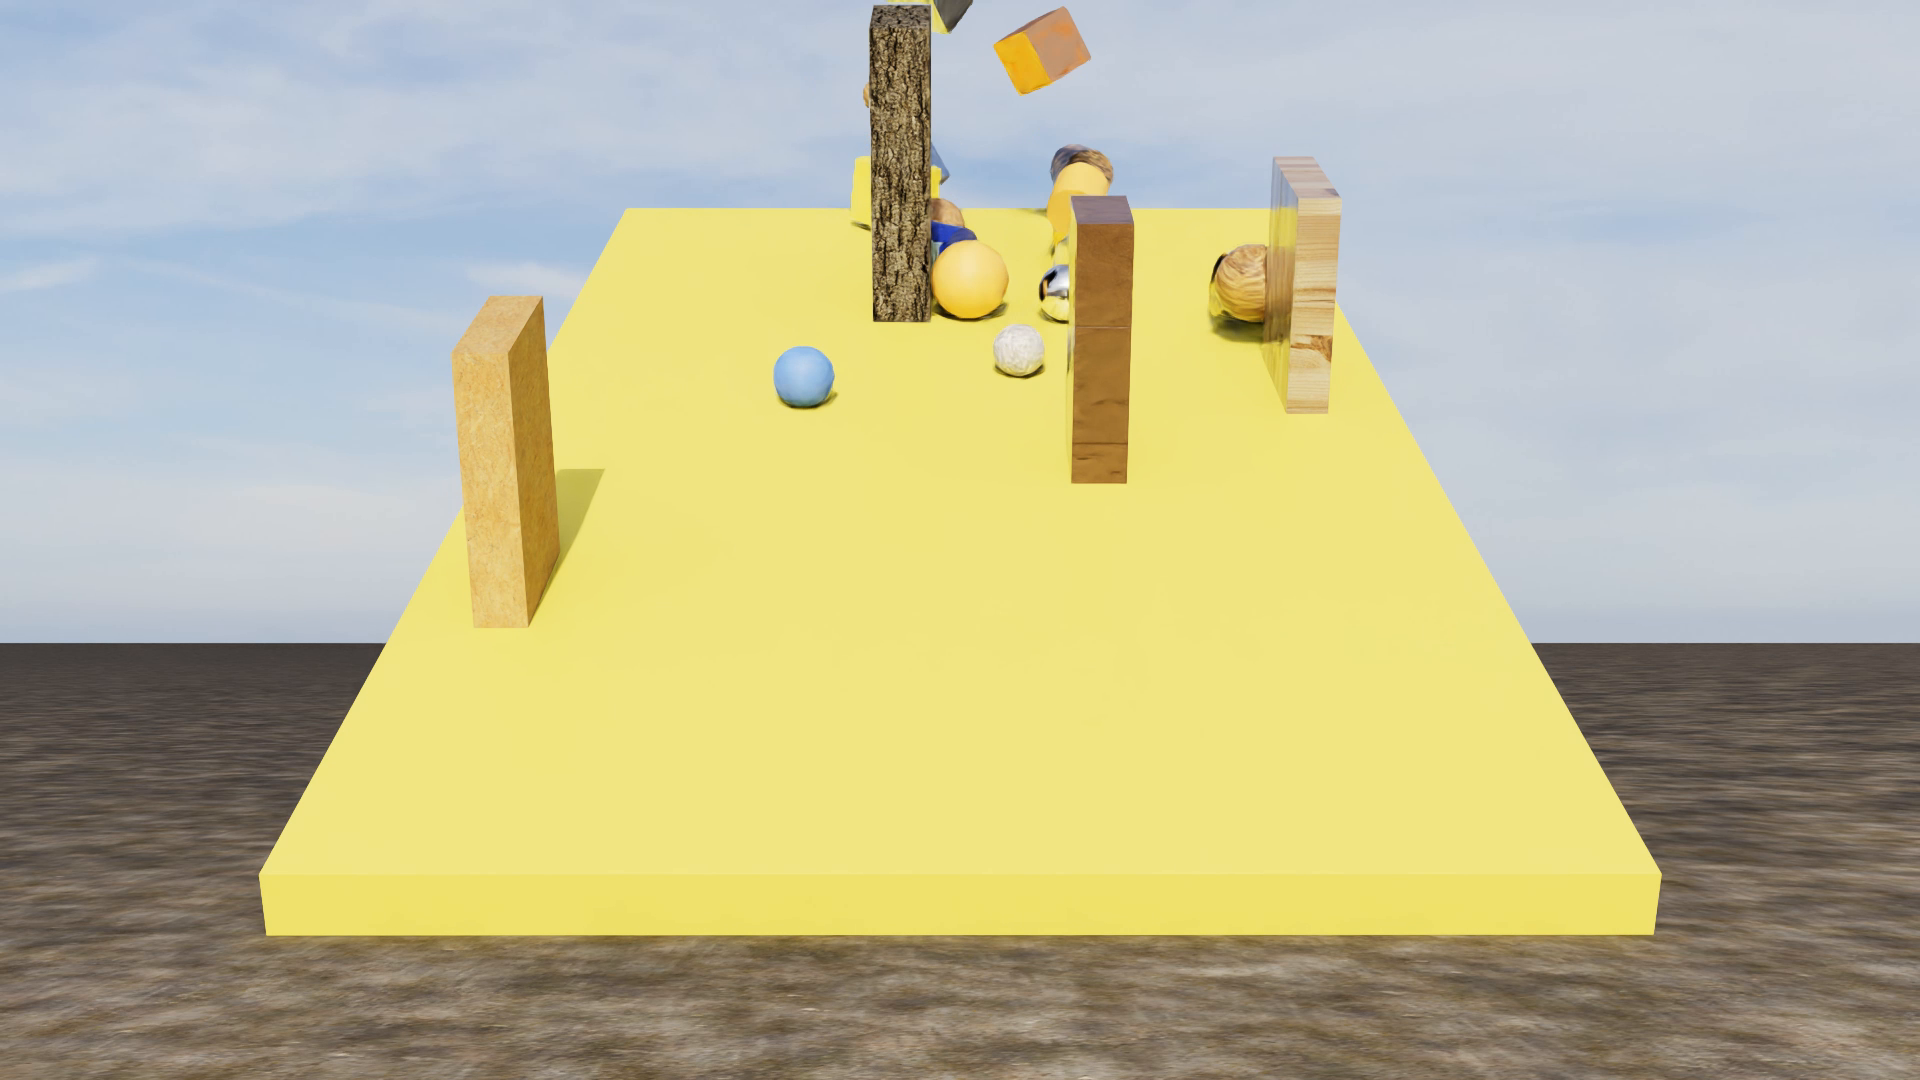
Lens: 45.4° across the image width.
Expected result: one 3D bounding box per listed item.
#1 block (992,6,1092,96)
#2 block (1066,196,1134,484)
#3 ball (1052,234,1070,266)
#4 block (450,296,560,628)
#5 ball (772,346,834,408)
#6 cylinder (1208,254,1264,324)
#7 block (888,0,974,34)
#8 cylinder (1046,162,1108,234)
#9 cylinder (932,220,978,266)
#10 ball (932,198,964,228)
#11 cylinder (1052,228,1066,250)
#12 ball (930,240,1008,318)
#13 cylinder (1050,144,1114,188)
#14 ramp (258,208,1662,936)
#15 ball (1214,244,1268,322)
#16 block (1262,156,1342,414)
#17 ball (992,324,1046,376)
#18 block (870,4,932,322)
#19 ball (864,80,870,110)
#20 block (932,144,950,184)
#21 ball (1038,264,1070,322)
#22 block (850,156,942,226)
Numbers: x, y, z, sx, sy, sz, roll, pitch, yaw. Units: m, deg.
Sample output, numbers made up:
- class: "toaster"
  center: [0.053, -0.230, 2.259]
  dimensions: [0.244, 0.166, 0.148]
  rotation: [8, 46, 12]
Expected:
- class: "block"
  center: [0.228, -1.357, 6.368]
  dimensions: [0.162, 0.162, 0.162]
  rotation: [-37, 16, -28]
- class: "block"
  center: [0.288, -0.417, 4.767]
  dimensions: [0.116, 0.550, 0.244]
  rotation: [0, 22, 0]
- class: "ball"
  center: [0.337, -0.724, 6.016]
  dimensions: [0.190, 0.190, 0.190]
  rotation: [0, -2, 0]
- class: "block"
  center: [-0.814, -0.146, 4.139]
  dimensions: [0.097, 0.508, 0.359]
  rotation: [0, 22, 0]
- class: "ball"
  center: [-0.355, -0.371, 5.199]
  dimensions: [0.140, 0.140, 0.140]
  rotation: [0, -2, 0]
- class: "cylinder"
  center: [0.732, -0.634, 5.797]
  dimensions: [0.160, 0.160, 0.160]
  rotation: [7, -4, -13]
- class: "block"
  center: [-0.081, -1.493, 6.169]
  dimensions: [0.171, 0.171, 0.171]
  rotation: [19, -24, 34]
- class: "cylinder"
  center: [0.325, -0.941, 6.337]
  dimensions: [0.148, 0.148, 0.148]
  rotation: [-1, 38, 16]
- class: "cylinder"
  center: [-0.051, -0.788, 6.234]
  dimensions: [0.146, 0.146, 0.146]
  rotation: [18, 9, 37]
- class: "ball"
  center: [-0.068, -0.879, 6.439]
  dimensions: [0.163, 0.163, 0.163]
  rotation: [0, -2, 0]
- class: "cylinder"
  center: [0.333, -0.846, 6.429]
  dimensions: [0.110, 0.110, 0.110]
  rotation: [-9, 1, -22]
- class: "ball"
  center: [0.024, -0.665, 5.857]
  dimensions: [0.199, 0.199, 0.199]
  rotation: [0, -2, 0]
- class: "cylinder"
  center: [0.364, -1.104, 6.886]
  dimensions: [0.153, 0.153, 0.153]
  rotation: [1, 16, -14]
- class: "ramp"
  center: [-0.006, -0.220, 5.146]
  dimensions: [2.000, 0.100, 4.000]
  rotation: [0, 22, 0]
- class: "ball"
  center: [0.718, -0.629, 5.603]
  dimensions: [0.190, 0.190, 0.190]
  rotation: [0, -2, 0]
- class: "block"
  center: [0.783, -0.593, 5.285]
  dimensions: [0.095, 0.493, 0.430]
  rotation: [0, 22, 0]
- class: "ball"
  center: [0.139, -0.449, 5.417]
  dimensions: [0.125, 0.125, 0.125]
  rotation: [0, -2, 0]
- class: "block"
  center: [-0.149, -0.967, 5.881]
  dimensions: [0.147, 0.741, 0.371]
  rotation: [0, 22, 0]
- class: "ball"
  center: [-0.222, -1.296, 6.677]
  dimensions: [0.120, 0.120, 0.120]
  rotation: [0, -2, 0]
- class: "block"
  center: [-0.165, -1.115, 6.928]
  dimensions: [0.158, 0.158, 0.158]
  rotation: [-19, -14, -46]
- class: "ball"
  center: [0.272, -0.629, 5.833]
  dimensions: [0.150, 0.150, 0.150]
  rotation: [0, -2, 0]
- class: "block"
  center: [-0.190, -1.016, 6.719]
  dimensions: [0.179, 0.179, 0.179]
  rotation: [-13, 31, -40]
